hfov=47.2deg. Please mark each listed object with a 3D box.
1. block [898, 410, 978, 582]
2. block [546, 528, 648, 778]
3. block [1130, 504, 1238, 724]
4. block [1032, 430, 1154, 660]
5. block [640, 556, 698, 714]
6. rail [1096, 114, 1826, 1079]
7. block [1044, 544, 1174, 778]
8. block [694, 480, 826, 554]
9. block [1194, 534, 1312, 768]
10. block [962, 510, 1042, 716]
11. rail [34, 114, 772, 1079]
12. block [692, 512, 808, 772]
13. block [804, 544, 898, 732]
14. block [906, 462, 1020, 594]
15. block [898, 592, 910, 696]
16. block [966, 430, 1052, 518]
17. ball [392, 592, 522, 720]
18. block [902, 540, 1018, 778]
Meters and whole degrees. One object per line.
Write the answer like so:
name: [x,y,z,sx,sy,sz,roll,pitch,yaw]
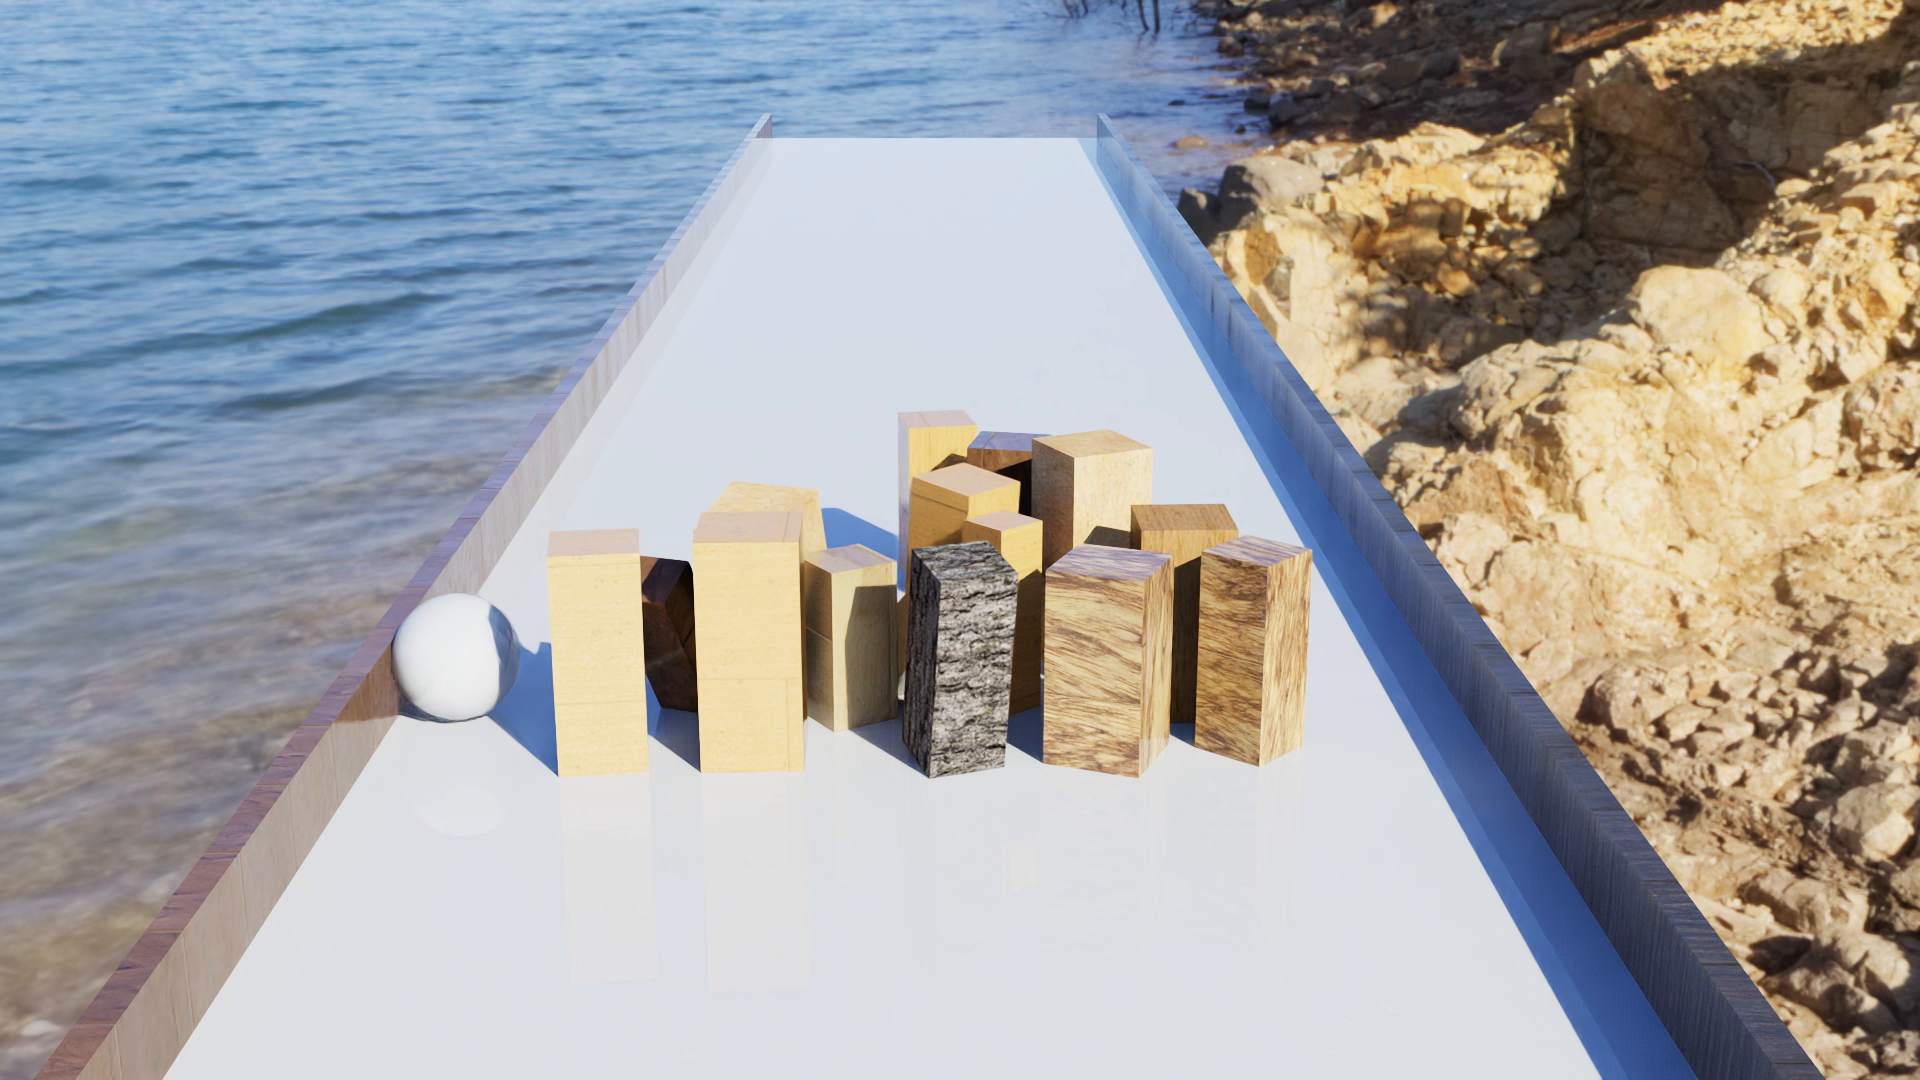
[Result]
block: [-0.051,-0.090,4.885,0.150,0.368,0.150,-3,17,-10]
block: [-0.634,0.196,3.863,0.156,0.402,0.156,-2,17,-8]
block: [0.413,0.136,4.114,0.177,0.373,0.177,-1,17,-2]
block: [0.258,0.024,4.365,0.174,0.445,0.174,-8,18,-25]
block: [-0.528,0.179,4.072,0.108,0.308,0.108,6,47,22]
rail: [0.932,-0.844,7.801,0.050,0.150,12.000,0,17,-1]
block: [0.263,0.211,3.890,0.177,0.359,0.177,7,18,22]
block: [-0.362,0.098,4.190,0.178,0.368,0.178,6,34,19]
block: [0.522,0.196,3.920,0.140,0.370,0.140,14,22,40]
block: [0.079,0.138,4.120,0.104,0.366,0.104,-14,22,-40]
rail: [-1.118,-0.838,7.780,0.050,0.150,12.000,0,17,-1]
block: [-0.366,0.179,3.878,0.180,0.423,0.180,0,18,-1]
block: [-0.210,0.180,4.084,0.137,0.306,0.137,-10,19,-31]
block: [-0.001,0.067,4.293,0.148,0.392,0.148,20,26,38]
block: [-0.060,0.179,4.086,0.120,0.120,0.363,-7,-17,-23]
block: [0.103,-0.023,4.633,0.150,0.382,0.150,3,17,12]
ball: [-0.935,0.216,4.087,0.236,0.236,0.236,0,17,0]
block: [-0.002,0.208,3.832,0.141,0.379,0.141,-6,27,-21]
